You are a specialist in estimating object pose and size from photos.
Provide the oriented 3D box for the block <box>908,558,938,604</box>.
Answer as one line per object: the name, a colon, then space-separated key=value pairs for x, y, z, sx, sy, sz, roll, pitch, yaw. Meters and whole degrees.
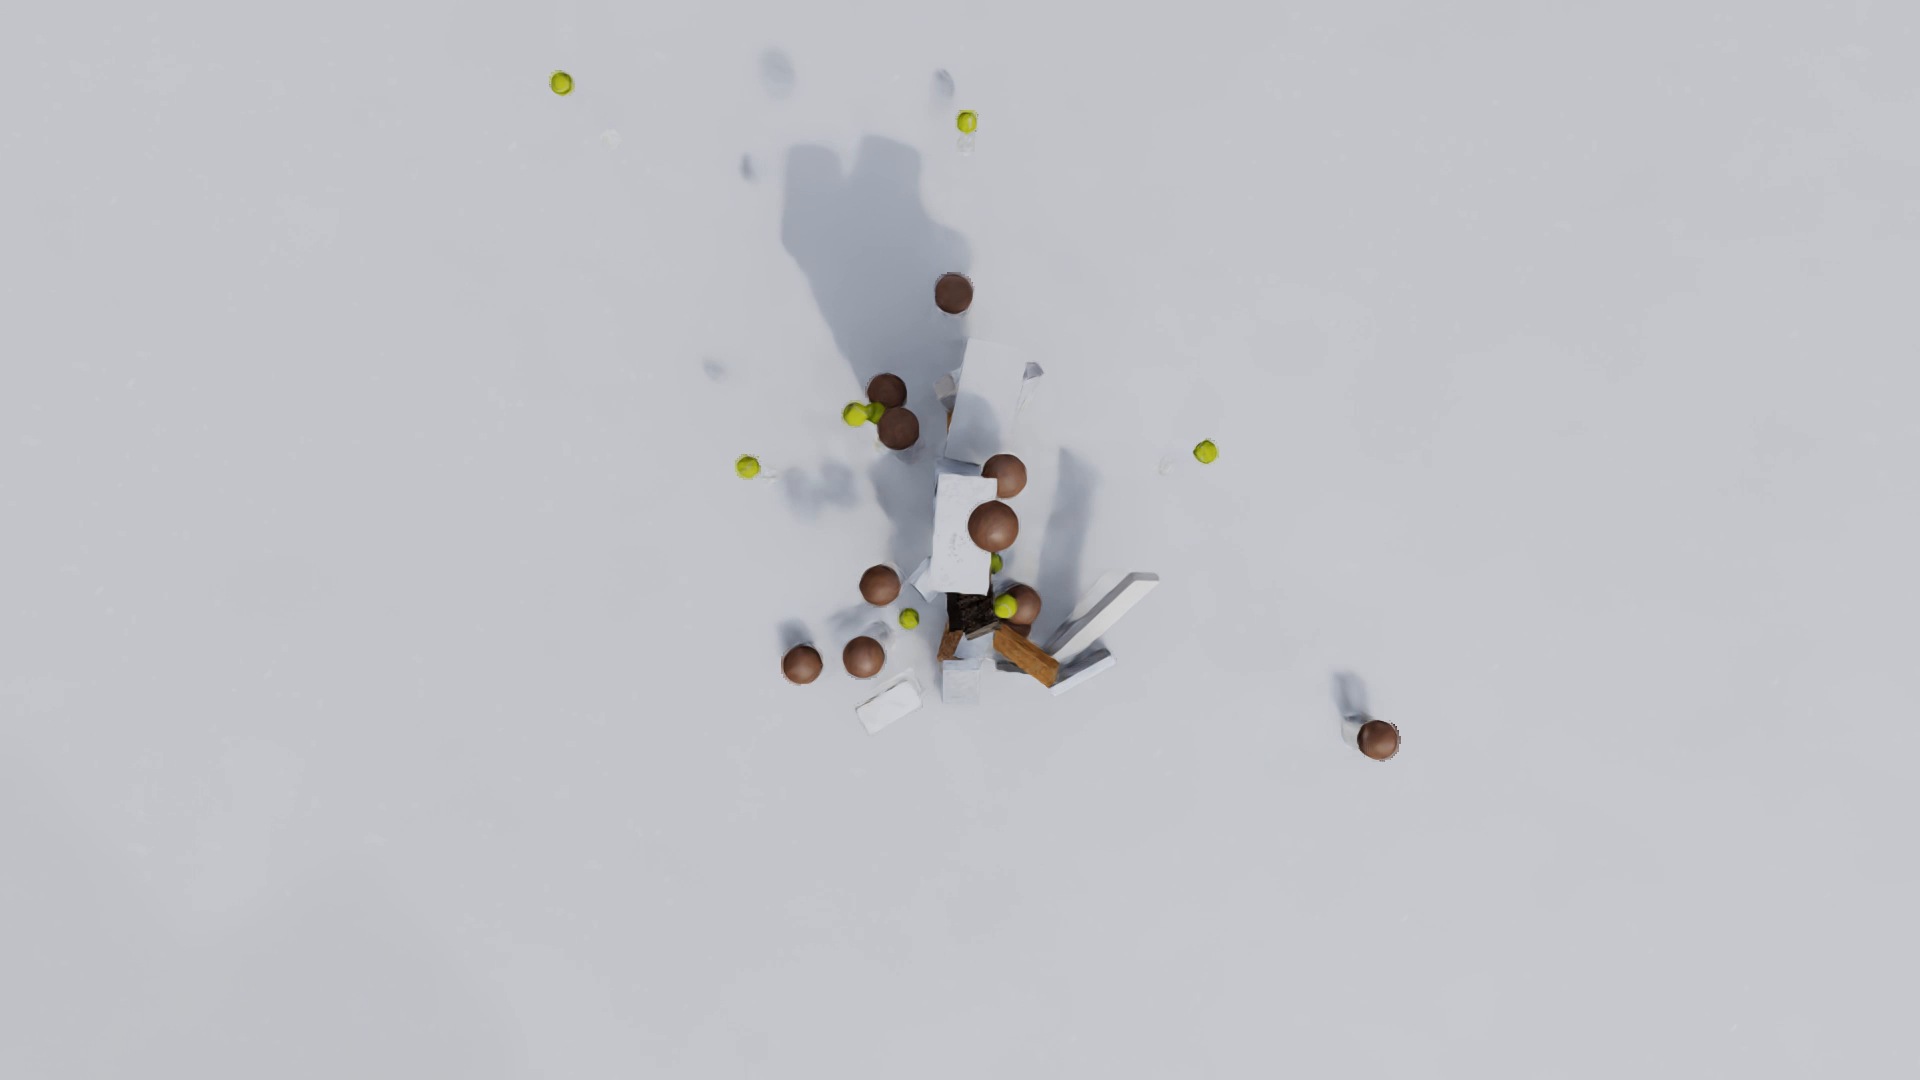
block: x=-0.102 y=0.129 z=5.278 sx=0.027 sy=0.193 sz=0.097 roll=38 pitch=83 yaw=23

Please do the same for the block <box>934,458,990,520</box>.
block: x=0.005 y=-0.079 z=4.877 sx=0.162 sy=0.046 sz=0.323 roll=2 pitch=91 yaw=0

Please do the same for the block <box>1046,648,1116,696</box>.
block: x=0.394 y=0.435 z=5.438 sx=0.233 sy=0.117 sz=0.033 roll=-28 pitch=101 yaw=-1

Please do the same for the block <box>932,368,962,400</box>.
block: x=0.032 y=-0.514 z=5.176 sx=0.179 sy=0.635 sz=0.051 roll=-21 pitch=94 yaw=-5

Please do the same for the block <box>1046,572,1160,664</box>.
block: x=0.445 y=0.257 z=5.305 sx=0.493 sy=0.115 sz=0.033 roll=-46 pitch=55 yaw=37

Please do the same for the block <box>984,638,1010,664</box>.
block: x=0.100 y=0.360 z=5.482 sx=0.146 sy=0.021 sz=0.073 roll=10 pitch=77 yaw=0

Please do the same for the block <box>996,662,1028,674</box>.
block: x=0.194 y=0.425 z=5.463 sx=0.146 sy=0.073 sz=0.021 roll=7 pitch=93 yaw=0

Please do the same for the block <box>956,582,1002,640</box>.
block: x=0.057 y=0.210 z=5.205 sx=0.115 sy=0.230 sz=0.033 roll=-22 pitch=129 yaw=8

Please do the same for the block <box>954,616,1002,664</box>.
block: x=0.058 y=0.312 z=5.363 sx=0.091 sy=0.026 sz=0.183 roll=23 pitch=79 yaw=8

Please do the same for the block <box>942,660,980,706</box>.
block: x=0.005 y=0.464 z=5.308 sx=0.117 sy=0.400 sz=0.033 roll=0 pitch=68 yaw=0

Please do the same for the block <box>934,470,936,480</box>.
block: x=0.003 y=-0.186 z=5.060 sx=0.162 sy=0.323 sz=0.046 roll=1 pitch=90 yaw=0

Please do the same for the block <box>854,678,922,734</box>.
block: x=-0.229 y=0.533 z=5.280 sx=0.194 sy=0.027 sz=0.097 roll=-30 pitch=100 yaw=-8

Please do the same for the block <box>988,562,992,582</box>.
block: x=0.007 y=0.078 z=4.694 sx=0.160 sy=0.320 sz=0.045 roll=1 pitch=95 yaw=0

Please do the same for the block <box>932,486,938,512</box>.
block: x=0.007 y=-0.114 z=4.692 sx=0.160 sy=0.320 sz=0.045 roll=3 pitch=97 yaw=0

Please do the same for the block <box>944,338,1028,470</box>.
block: x=0.075 y=-0.397 z=4.831 sx=0.179 sy=0.051 sz=0.358 roll=12 pitch=87 yaw=-4

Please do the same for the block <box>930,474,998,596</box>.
block: x=0.009 y=-0.016 z=4.509 sx=0.160 sy=0.045 sz=0.320 roll=5 pitch=91 yaw=0

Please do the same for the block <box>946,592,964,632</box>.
block: x=0.003 y=0.208 z=5.455 sx=0.091 sy=0.026 sz=0.183 roll=-6 pitch=69 yaw=0

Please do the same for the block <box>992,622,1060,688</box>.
block: x=0.213 y=0.374 z=5.342 sx=0.233 sy=0.117 sz=0.033 roll=35 pitch=59 yaw=17

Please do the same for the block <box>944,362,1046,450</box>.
block: x=0.106 y=-0.401 z=5.133 sx=0.051 sy=0.179 sz=0.358 roll=51 pitch=133 yaw=14

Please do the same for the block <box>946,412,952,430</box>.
block: x=0.002 y=-0.330 z=5.316 sx=0.083 sy=0.024 sz=0.167 roll=-2 pitch=90 yaw=7

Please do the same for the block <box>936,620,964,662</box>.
block: x=-0.014 y=0.334 z=5.428 sx=0.091 sy=0.026 sz=0.183 roll=16 pitch=47 yaw=0

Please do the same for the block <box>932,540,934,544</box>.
block: x=-0.001 y=0.016 z=5.139 sx=0.162 sy=0.477 sz=0.046 roll=-4 pitch=90 yaw=0
